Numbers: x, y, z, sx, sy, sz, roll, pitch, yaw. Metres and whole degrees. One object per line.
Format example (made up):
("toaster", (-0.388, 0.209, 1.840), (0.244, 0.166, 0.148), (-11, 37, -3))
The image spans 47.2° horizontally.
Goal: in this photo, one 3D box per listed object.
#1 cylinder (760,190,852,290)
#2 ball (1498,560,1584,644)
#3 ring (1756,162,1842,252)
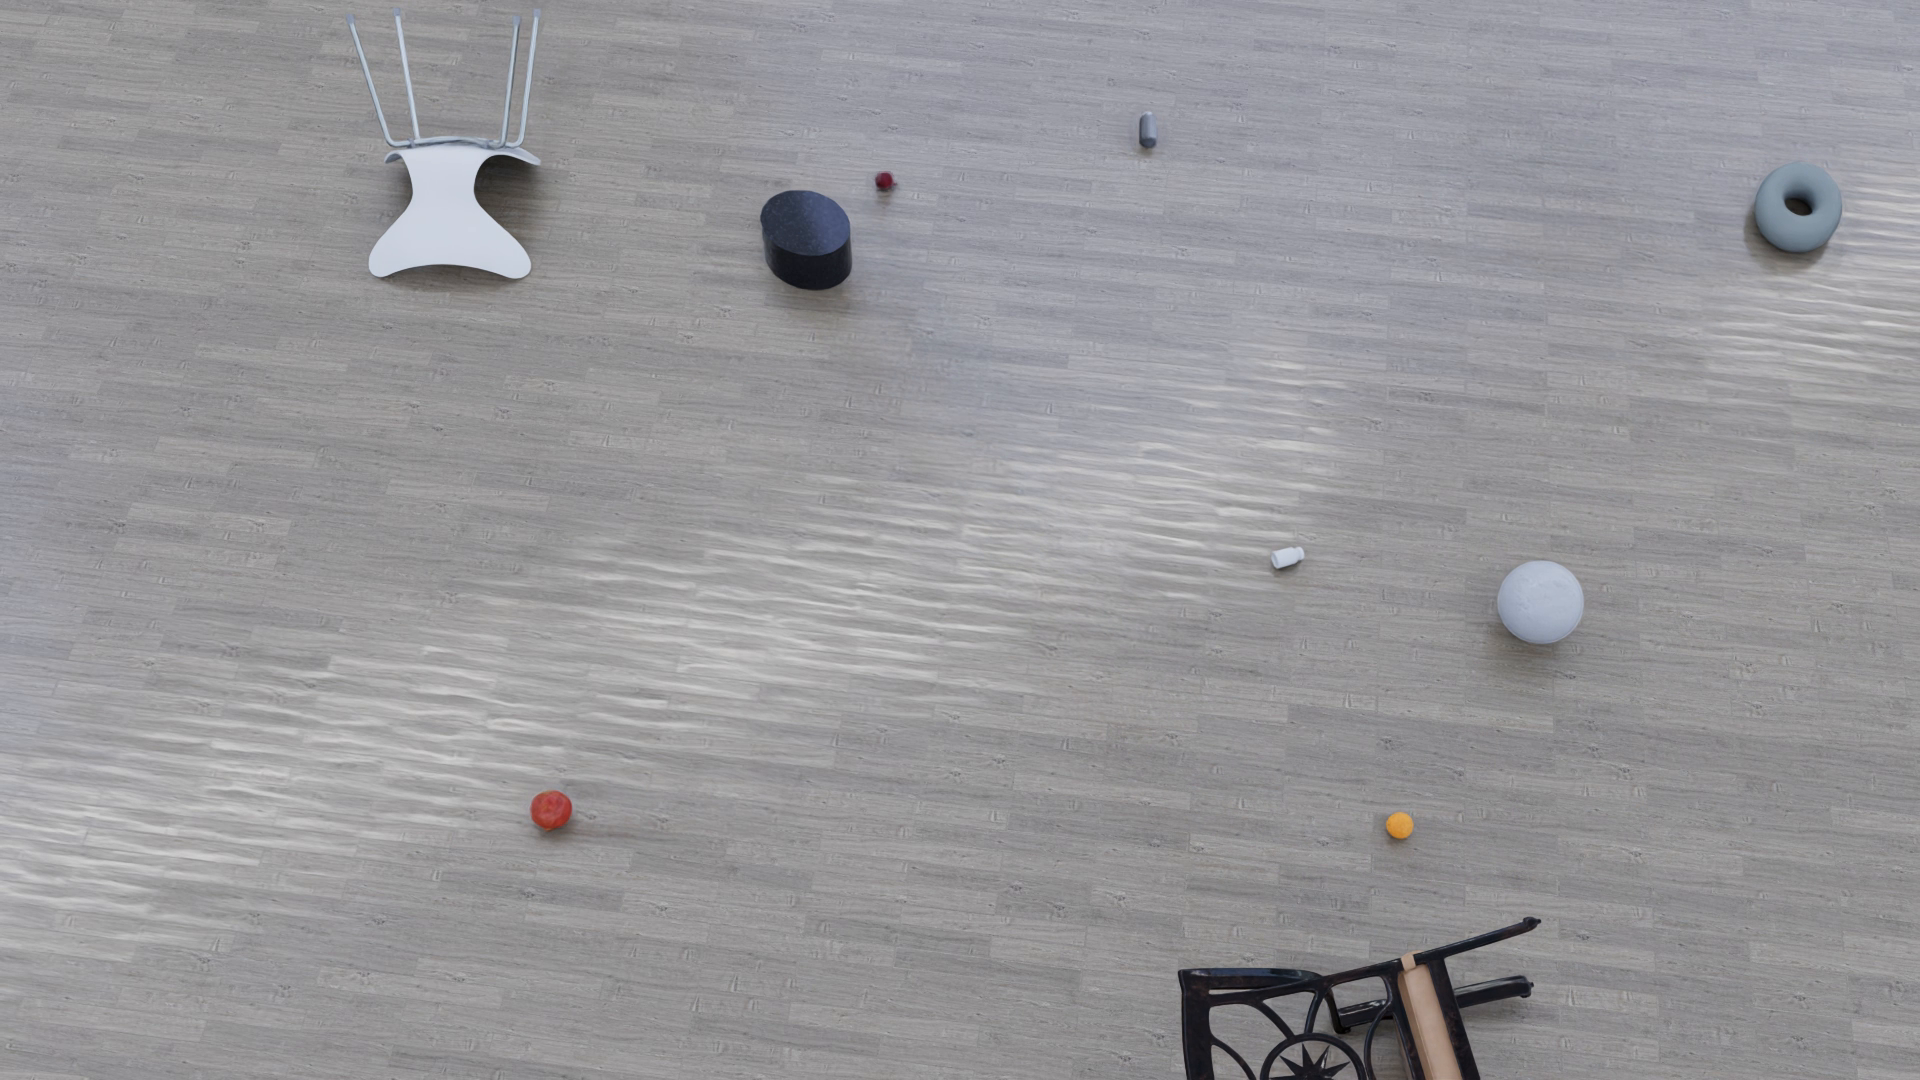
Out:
("cylinder", (-0.496, -0.972, 7.125), (0.313, 0.168, 0.257), (35, 63, 21))
("ball", (1.666, 0.179, 6.309), (0.241, 0.241, 0.241), (0, 56, 0))
("ring", (2.759, -1.096, 7.238), (0.275, 0.120, 0.362), (14, 58, 11))
